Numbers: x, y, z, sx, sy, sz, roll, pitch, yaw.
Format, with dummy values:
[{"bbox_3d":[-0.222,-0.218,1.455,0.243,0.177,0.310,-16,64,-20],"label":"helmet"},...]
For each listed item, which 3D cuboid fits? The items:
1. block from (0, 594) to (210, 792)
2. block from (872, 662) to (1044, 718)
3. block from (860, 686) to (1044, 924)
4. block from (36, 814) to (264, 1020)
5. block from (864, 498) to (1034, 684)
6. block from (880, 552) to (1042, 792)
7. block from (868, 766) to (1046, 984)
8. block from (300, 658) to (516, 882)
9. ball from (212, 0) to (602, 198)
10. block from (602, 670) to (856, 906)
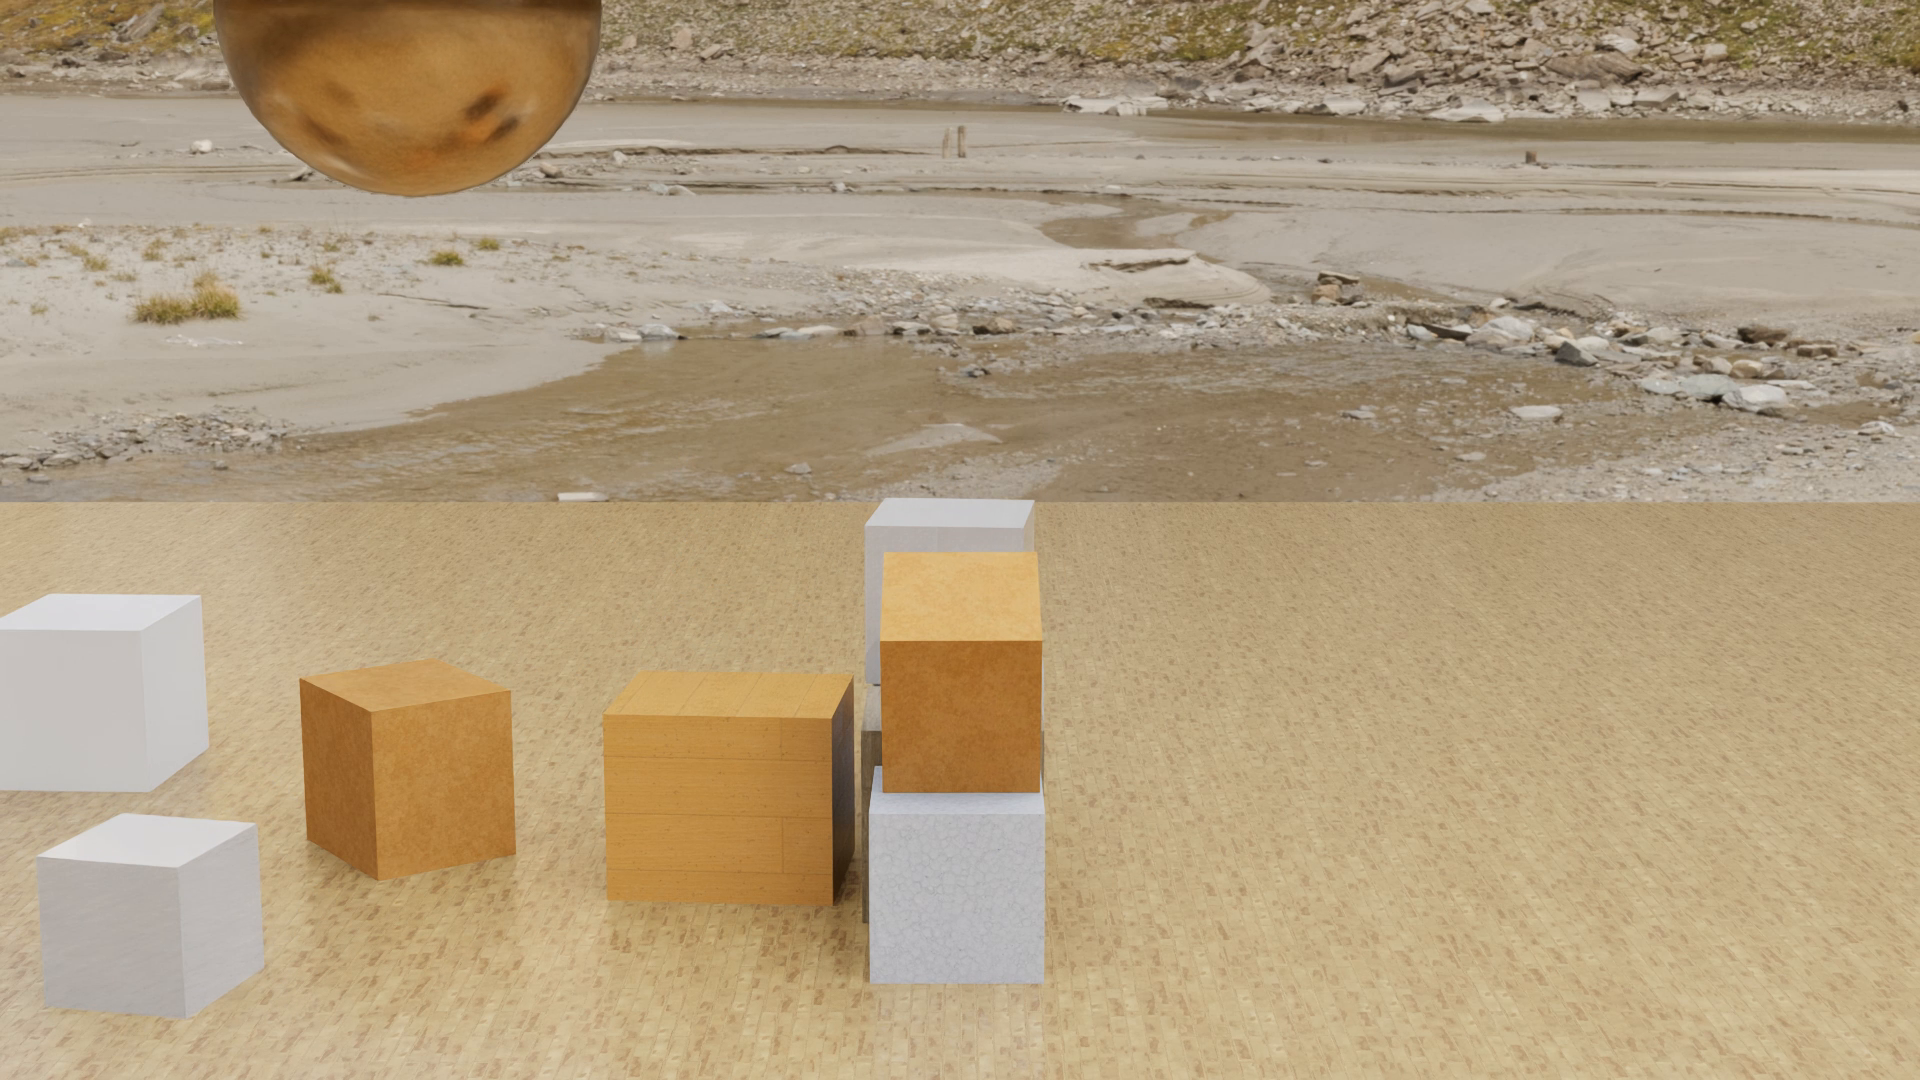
[{"bbox_3d":[-4.390,0.765,13.070,0.807,0.818,0.869,1,10,3],"label":"block"},{"bbox_3d":[-0.007,0.916,12.451,0.806,0.743,0.712,0,10,0],"label":"block"},{"bbox_3d":[-0.029,1.127,11.046,0.757,0.831,0.779,0,10,0],"label":"block"},{"bbox_3d":[-3.127,1.447,9.943,0.594,0.595,0.594,3,11,14],"label":"block"},{"bbox_3d":[-0.037,0.233,12.068,0.724,0.738,0.779,1,10,5],"label":"block"},{"bbox_3d":[0.004,0.527,10.332,0.624,0.705,0.700,0,29,0],"label":"block"},{"bbox_3d":[-0.011,1.333,10.312,0.682,0.687,0.700,0,10,0],"label":"block"},{"bbox_3d":[-2.530,1.032,11.740,0.671,0.768,0.797,-8,13,-36],"label":"block"},{"bbox_3d":[-2.309,-2.246,10.772,1.600,1.600,1.600,0,10,0],"label":"ball"},{"bbox_3d":[-0.999,1.079,11.324,0.978,0.825,0.811,1,10,4],"label":"block"}]
